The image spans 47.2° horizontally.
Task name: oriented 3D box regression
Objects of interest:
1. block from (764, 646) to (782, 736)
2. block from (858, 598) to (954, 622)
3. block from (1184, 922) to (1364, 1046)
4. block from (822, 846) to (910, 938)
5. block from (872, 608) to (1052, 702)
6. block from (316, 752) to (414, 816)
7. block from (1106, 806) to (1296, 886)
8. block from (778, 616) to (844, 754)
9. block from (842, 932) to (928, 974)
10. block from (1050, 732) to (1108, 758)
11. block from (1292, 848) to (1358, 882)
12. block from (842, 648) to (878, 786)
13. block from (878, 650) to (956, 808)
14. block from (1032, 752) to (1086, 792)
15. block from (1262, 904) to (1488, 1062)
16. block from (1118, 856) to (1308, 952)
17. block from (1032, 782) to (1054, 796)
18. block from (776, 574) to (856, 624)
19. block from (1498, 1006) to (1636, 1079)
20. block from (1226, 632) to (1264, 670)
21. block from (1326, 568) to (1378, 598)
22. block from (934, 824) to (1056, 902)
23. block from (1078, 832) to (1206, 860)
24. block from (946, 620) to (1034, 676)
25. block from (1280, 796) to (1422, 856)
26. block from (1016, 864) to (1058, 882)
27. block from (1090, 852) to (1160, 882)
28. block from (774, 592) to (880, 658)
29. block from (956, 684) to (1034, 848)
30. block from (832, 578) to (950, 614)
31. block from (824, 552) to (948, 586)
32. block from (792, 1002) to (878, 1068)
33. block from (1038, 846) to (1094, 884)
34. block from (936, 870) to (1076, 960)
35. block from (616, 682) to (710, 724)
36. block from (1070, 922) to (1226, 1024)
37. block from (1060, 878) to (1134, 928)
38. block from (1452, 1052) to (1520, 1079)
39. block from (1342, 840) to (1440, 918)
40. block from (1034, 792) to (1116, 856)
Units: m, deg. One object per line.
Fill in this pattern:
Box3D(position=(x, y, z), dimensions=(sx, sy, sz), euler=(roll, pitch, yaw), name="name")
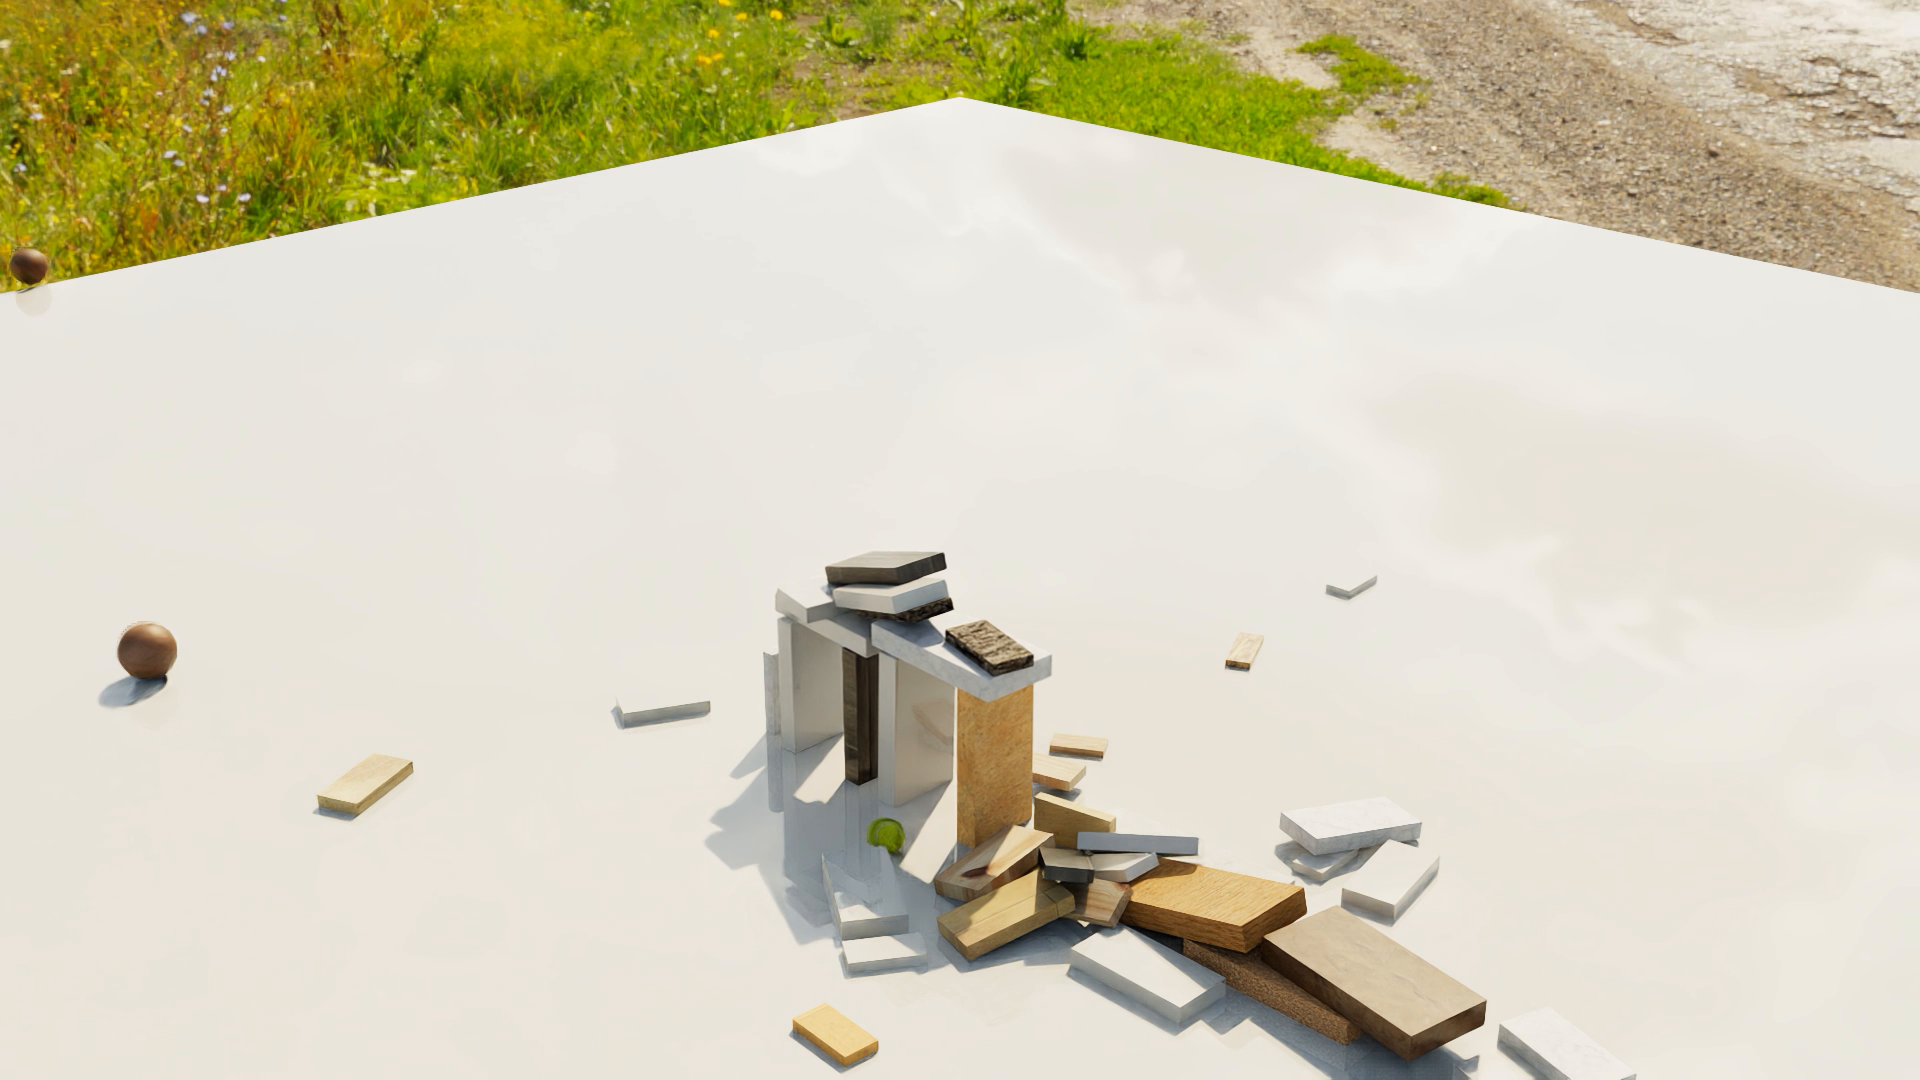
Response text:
Box3D(position=(-0.379, 0.317, 4.766), dimensions=(0.027, 0.194, 0.097), euler=(19, 29, 37), name="block")
Box3D(position=(-0.111, 0.134, 4.397), dimensions=(0.090, 0.026, 0.222), euler=(-18, 11, -31), name="block")
Box3D(position=(0.592, 0.763, 3.899), dimensions=(0.179, 0.051, 0.358), euler=(-21, 31, -41), name="block")
Box3D(position=(-0.180, 0.662, 4.155), dimensions=(0.125, 0.035, 0.250), euler=(-5, 23, -11), name="block")
Box3D(position=(0.001, 0.215, 4.323), dimensions=(0.170, 0.048, 0.339), euler=(-20, 30, -39), name="block")
Box3D(position=(-1.226, 0.503, 4.541), dimensions=(0.097, 0.027, 0.193), euler=(9, 25, 20), name="block")
Box3D(position=(0.440, 0.618, 4.266), dimensions=(0.426, 0.030, 0.107), euler=(19, 29, 37), name="block")
Box3D(position=(-0.313, 0.289, 4.691), dimensions=(0.043, 0.303, 0.152), euler=(21, 31, 41), name="block")
Box3D(position=(-0.136, 0.746, 3.976), dimensions=(0.145, 0.021, 0.072), euler=(-5, 23, -11), name="block")
Box3D(position=(0.254, 0.439, 4.704), dimensions=(0.117, 0.017, 0.059), euler=(5, 24, 13), name="block")
Box3D(position=(0.712, 0.618, 4.279), dimensions=(0.067, 0.019, 0.133), euler=(18, 29, 37), name="block")
Box3D(position=(-0.170, 0.344, 4.561), dimensions=(0.152, 0.303, 0.043), euler=(-20, 30, -39), name="block")
Box3D(position=(-0.087, 0.361, 4.475), dimensions=(0.048, 0.339, 0.170), euler=(23, 32, 40), name="block")
Box3D(position=(0.172, 0.475, 4.555), dimensions=(0.159, 0.023, 0.080), euler=(12, 26, 26), name="block")
Box3D(position=(0.707, 0.756, 3.783), dimensions=(0.179, 0.051, 0.358), euler=(-15, 27, -32), name="block")
Box3D(position=(0.436, 0.663, 4.027), dimensions=(0.179, 0.051, 0.358), euler=(-21, 17, -41), name="block")
Box3D(position=(0.130, 0.485, 4.588), dimensions=(0.080, 0.023, 0.159), euler=(-19, 30, -38), name="block")
Box3D(position=(-0.241, 0.107, 4.576), dimensions=(0.251, 0.036, 0.126), euler=(-14, 27, -30), name="block")
Box3D(position=(1.016, 0.864, 3.687), dimensions=(0.107, 0.030, 0.214), euler=(-12, 26, -25), name="block")
Box3D(position=(0.665, 0.258, 5.132), dimensions=(0.059, 0.017, 0.156), euler=(8, 24, 17), name="block")
Box3D(position=(0.977, 0.107, 5.486), dimensions=(0.067, 0.019, 0.133), euler=(19, 29, 37), name="block")
Box3D(position=(0.068, 0.620, 4.211), dimensions=(0.114, 0.032, 0.229), euler=(7, 26, 41), name="block")
Box3D(position=(0.347, 0.583, 4.194), dimensions=(0.229, 0.032, 0.114), euler=(1, -13, 13), name="block")
Box3D(position=(0.056, 0.208, 4.247), dimensions=(0.090, 0.026, 0.181), euler=(-13, 26, -28), name="block")
Box3D(position=(0.772, 0.564, 4.348), dimensions=(0.250, 0.035, 0.125), euler=(-5, 20, -25), name="block")
Box3D(position=(0.135, 0.654, 4.187), dimensions=(0.086, 0.024, 0.173), euler=(7, 24, 15), name="block")
Box3D(position=(0.286, 0.622, 4.171), dimensions=(0.086, 0.024, 0.173), euler=(-21, 6, -39), name="block")
Box3D(position=(-0.232, 0.154, 4.566), dimensions=(0.152, 0.043, 0.303), euler=(-19, 30, -38), name="block")
Box3D(position=(0.070, 0.422, 4.331), dimensions=(0.048, 0.339, 0.170), euler=(20, 30, 39), name="block")
Box3D(position=(-0.141, 0.107, 4.412), dimensions=(0.126, 0.036, 0.251), euler=(-17, 11, -29), name="block")
Box3D(position=(-0.154, 0.057, 4.507), dimensions=(0.126, 0.036, 0.251), euler=(-18, 11, -36), name="block")
Box3D(position=(-0.213, 0.843, 3.749), dimensions=(0.072, 0.021, 0.145), euler=(-19, 29, -37), name="block")
Box3D(position=(0.197, 0.608, 4.116), dimensions=(0.090, 0.026, 0.181), euler=(6, 2, -2), name="block")
Box3D(position=(0.085, 0.687, 4.046), dimensions=(0.229, 0.032, 0.114), euler=(-22, 28, -22), name="block")
Box3D(position=(-0.659, 0.361, 4.874), dimensions=(0.193, 0.027, 0.097), euler=(-8, 24, -17), name="block")
Box3D(position=(0.333, 0.767, 3.909), dimensions=(0.125, 0.035, 0.255), euler=(-21, 31, -40), name="block")
Box3D(position=(0.239, 0.665, 4.065), dimensions=(0.159, 0.023, 0.080), euler=(3, 51, 46), name="block")
Box3D(position=(0.884, 0.897, 3.623), dimensions=(0.067, 0.019, 0.133), euler=(-13, 26, -29), name="block")
Box3D(position=(0.824, 0.646, 4.200), dimensions=(0.107, 0.030, 0.214), euler=(15, 27, 31), name="block")
Box3D(position=(0.225, 0.562, 4.324), dimensions=(0.173, 0.086, 0.024), euler=(15, 26, 31), name="block")
